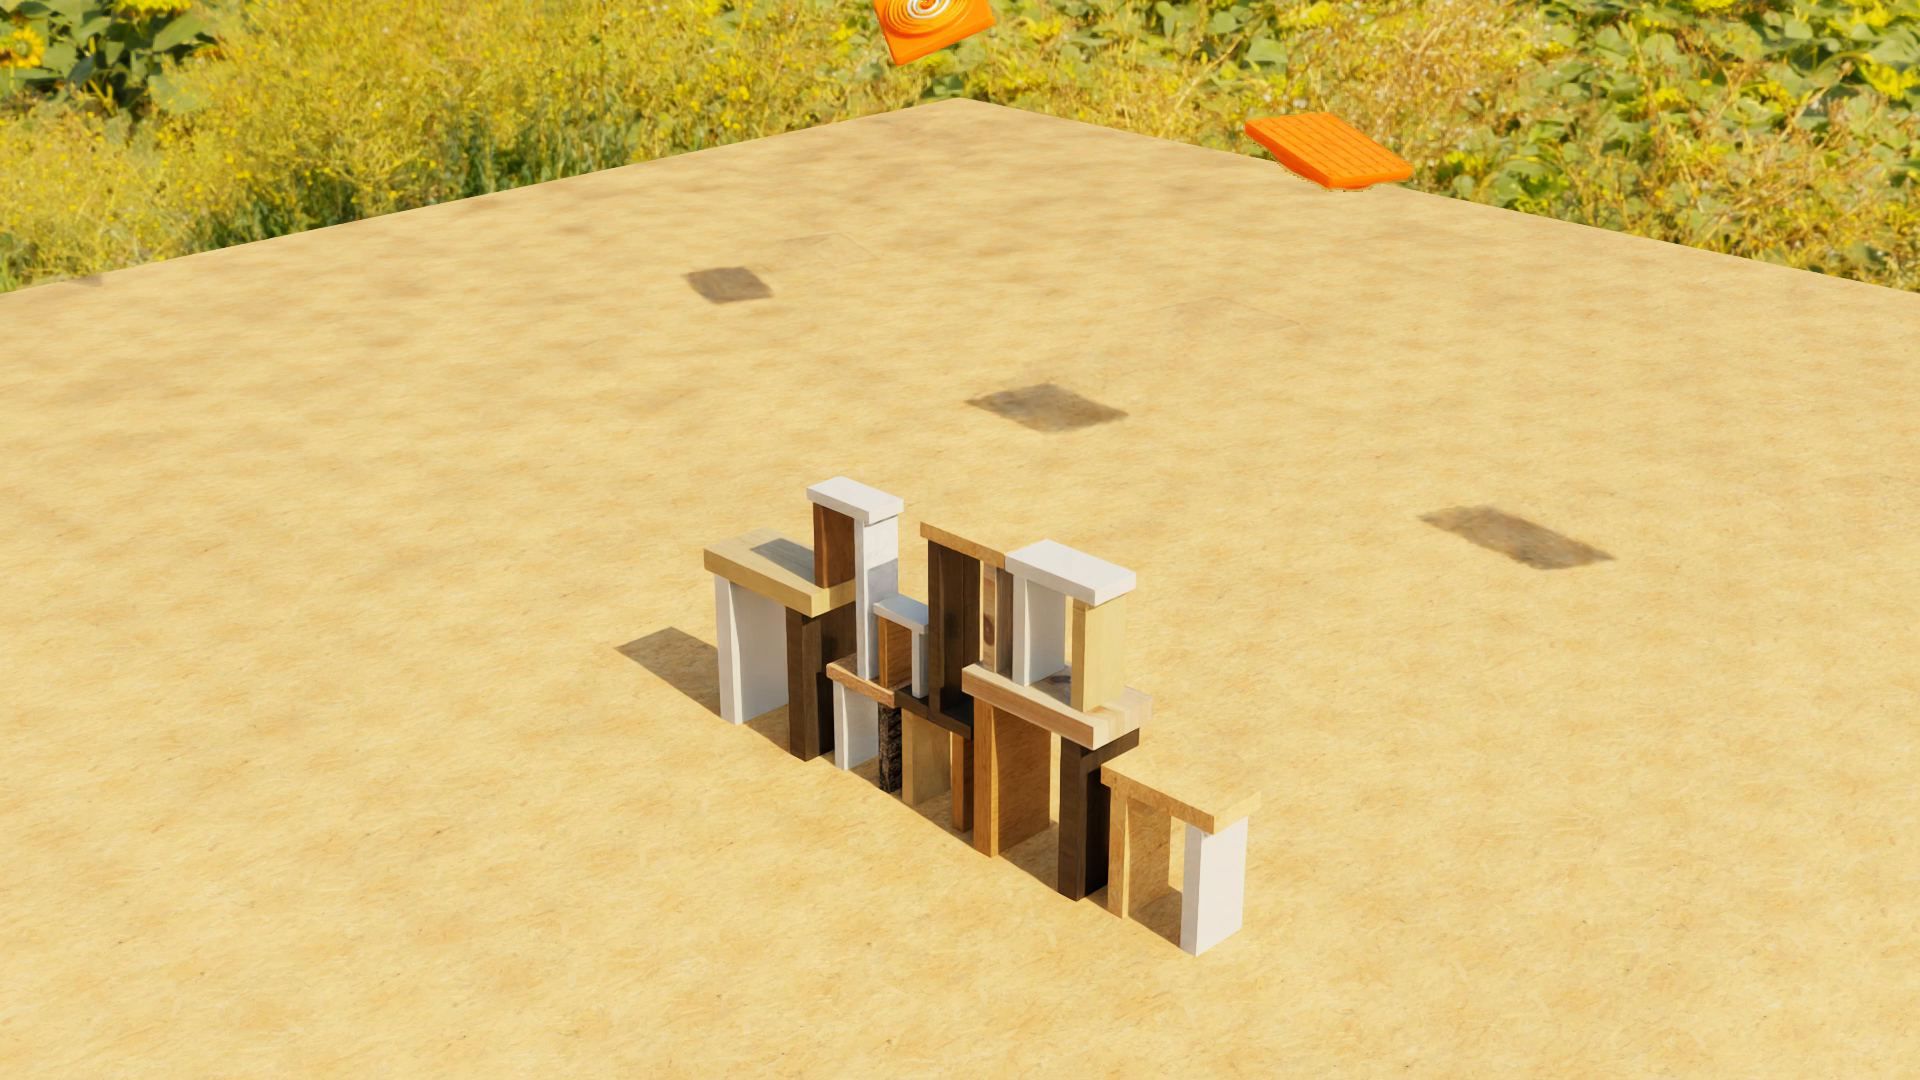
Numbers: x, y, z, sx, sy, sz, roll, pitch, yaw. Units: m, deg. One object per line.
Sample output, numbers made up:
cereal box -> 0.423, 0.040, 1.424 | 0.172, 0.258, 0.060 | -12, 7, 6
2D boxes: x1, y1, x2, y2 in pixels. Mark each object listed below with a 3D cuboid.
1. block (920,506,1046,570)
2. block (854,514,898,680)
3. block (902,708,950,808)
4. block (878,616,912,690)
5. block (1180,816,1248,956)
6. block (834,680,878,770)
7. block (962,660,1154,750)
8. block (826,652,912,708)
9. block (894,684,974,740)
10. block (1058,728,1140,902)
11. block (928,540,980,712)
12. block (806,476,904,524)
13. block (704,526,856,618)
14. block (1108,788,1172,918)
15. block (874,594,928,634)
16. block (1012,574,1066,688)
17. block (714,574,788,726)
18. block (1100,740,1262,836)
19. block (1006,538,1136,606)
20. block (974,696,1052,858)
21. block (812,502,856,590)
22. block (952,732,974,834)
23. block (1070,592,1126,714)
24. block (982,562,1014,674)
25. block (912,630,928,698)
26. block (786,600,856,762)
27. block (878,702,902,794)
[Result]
block -> 0.042, -0.006, 4.180 | 0.223, 0.032, 0.112 | 21, 31, 41
block -> -0.168, 0.109, 4.458 | 0.026, 0.352, 0.093 | 21, 31, 41
block -> -0.068, 0.426, 4.480 | 0.031, 0.216, 0.108 | 21, 31, 41
block -> -0.131, 0.217, 4.452 | 0.021, 0.159, 0.072 | 21, 31, 41
block -> 0.461, 0.610, 3.985 | 0.037, 0.265, 0.132 | 21, 31, 41
block -> -0.217, 0.374, 4.620 | 0.029, 0.203, 0.102 | 21, 31, 41
block -> 0.182, 0.291, 4.152 | 0.337, 0.048, 0.168 | 21, 31, 41
block -> -0.169, 0.286, 4.530 | 0.203, 0.029, 0.102 | 21, 31, 41
block -> -0.017, 0.333, 4.385 | 0.216, 0.031, 0.108 | 21, 31, 41
block -> 0.262, 0.499, 4.154 | 0.048, 0.337, 0.168 | 21, 31, 41
block -> -0.011, 0.154, 4.305 | 0.032, 0.361, 0.112 | 21, 31, 41
block -> -0.212, -0.082, 4.425 | 0.186, 0.026, 0.093 | 21, 31, 41
block -> -0.364, 0.064, 4.655 | 0.348, 0.049, 0.174 | 21, 31, 41
block -> 0.336, 0.561, 4.100 | 0.037, 0.265, 0.132 | 21, 31, 41
block -> -0.097, 0.147, 4.385 | 0.072, 0.021, 0.145 | -21, 31, -41
block -> 0.149, 0.154, 4.129 | 0.031, 0.222, 0.111 | 21, 31, 41
block -> -0.446, 0.215, 4.808 | 0.049, 0.348, 0.174 | 21, 31, 41
block -> 0.398, 0.446, 3.983 | 0.265, 0.037, 0.132 | 21, 31, 41
block -> 0.202, 0.058, 4.031 | 0.222, 0.031, 0.111 | 21, 31, 41
block -> 0.103, 0.437, 4.300 | 0.048, 0.337, 0.168 | 21, 31, 41
block -> -0.256, -0.001, 4.507 | 0.026, 0.186, 0.093 | 21, 31, 41
block -> 0.034, 0.466, 4.386 | 0.031, 0.216, 0.108 | 21, 31, 41
block -> 0.254, 0.195, 4.032 | 0.031, 0.222, 0.111 | 21, 31, 41
block -> 0.094, 0.132, 4.181 | 0.032, 0.223, 0.112 | 21, 31, 41
block -> -0.062, 0.237, 4.386 | 0.021, 0.145, 0.072 | 21, 31, 41
block -> -0.282, 0.279, 4.657 | 0.049, 0.348, 0.174 | 21, 31, 41
block -> -0.121, 0.411, 4.531 | 0.029, 0.203, 0.102 | 21, 31, 41
